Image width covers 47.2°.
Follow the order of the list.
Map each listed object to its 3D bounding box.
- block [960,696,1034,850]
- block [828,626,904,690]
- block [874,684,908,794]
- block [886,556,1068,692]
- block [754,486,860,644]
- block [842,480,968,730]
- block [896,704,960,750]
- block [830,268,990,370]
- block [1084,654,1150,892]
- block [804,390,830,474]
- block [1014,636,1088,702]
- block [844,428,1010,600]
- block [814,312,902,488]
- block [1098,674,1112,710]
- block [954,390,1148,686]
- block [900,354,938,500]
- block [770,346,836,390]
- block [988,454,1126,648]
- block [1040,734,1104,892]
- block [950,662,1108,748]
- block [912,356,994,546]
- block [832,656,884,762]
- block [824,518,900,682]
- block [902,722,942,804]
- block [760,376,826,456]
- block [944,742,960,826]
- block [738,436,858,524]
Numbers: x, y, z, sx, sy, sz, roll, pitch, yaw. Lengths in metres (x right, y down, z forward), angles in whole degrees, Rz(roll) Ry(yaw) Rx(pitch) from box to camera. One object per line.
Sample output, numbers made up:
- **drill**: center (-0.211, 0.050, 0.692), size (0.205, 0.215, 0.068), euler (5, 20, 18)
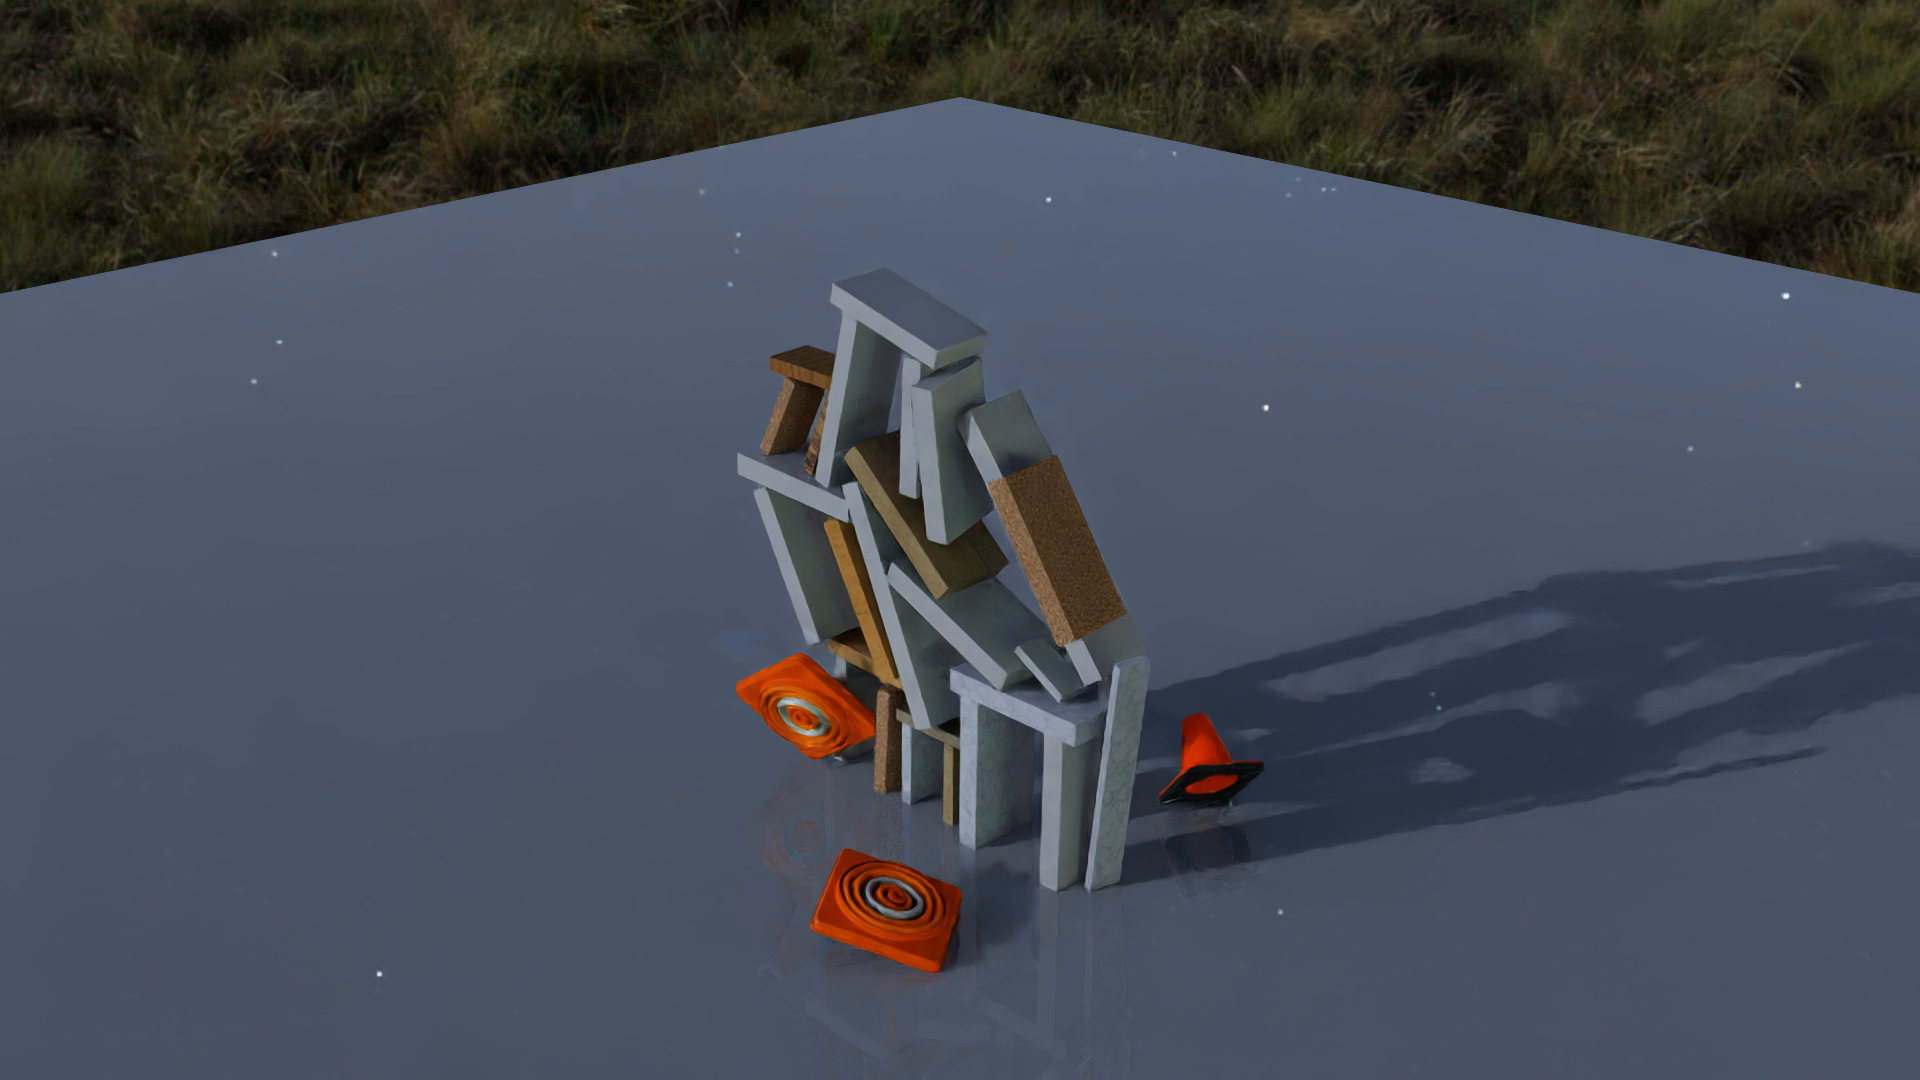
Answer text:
- **block**: center (0.073, 0.432, 4.325), size (0.046, 0.326, 0.163), euler (22, 31, 40)
- **block**: center (-0.150, 0.239, 4.543), size (0.117, 0.033, 0.235), euler (-18, 30, -40)
- **block**: center (-0.121, 0.395, 4.526), size (0.033, 0.235, 0.117), euler (23, 32, 36)
- **block**: center (0.032, 0.141, 4.247), size (0.170, 0.048, 0.339), euler (-21, 54, -41)
- **block**: center (-0.296, 0.030, 4.576), size (0.169, 0.338, 0.048), euler (-23, 6, -40)
- **block**: center (-0.084, 0.108, 4.361), size (0.170, 0.506, 0.048), euler (-21, 7, -41)
- **block**: center (-0.033, 0.363, 4.410), size (0.180, 0.026, 0.090), euler (21, 31, 40)
- **block**: center (-0.096, -0.420, 4.142), size (0.282, 0.040, 0.141), euler (35, 40, 30)
- **block**: center (0.291, 0.438, 4.079), size (0.068, 0.509, 0.019), euler (-14, 35, -29)
- **block**: center (-0.243, -0.227, 4.396), size (0.100, 0.201, 0.028), euler (-23, 56, -41)
- **block**: center (0.171, 0.243, 4.130), size (0.068, 0.019, 0.137), euler (-16, 54, -40)
- **block**: center (-0.065, -0.058, 4.280), size (0.170, 0.048, 0.339), euler (-22, 72, -41)
- **block**: center (-0.192, -0.290, 4.307), size (0.141, 0.388, 0.040), euler (-23, 47, -41)
- **block**: center (0.295, 0.279, 4.122), size (0.068, 0.019, 0.137), euler (1, 22, 2)
- **block**: center (0.174, -0.008, 4.152), size (0.046, 0.556, 0.162), euler (-26, 1, 42)
- **block**: center (-0.054, -0.233, 4.178), size (0.040, 0.282, 0.141), euler (19, 32, 29)
- **block**: center (-0.275, -0.341, 4.379), size (0.201, 0.028, 0.100), euler (21, 31, 40)
- **block**: center (0.180, 0.018, 4.066), size (0.046, 0.325, 0.162), euler (-23, 1, 43)
- **block**: center (0.228, 0.492, 4.183), size (0.046, 0.326, 0.163), euler (23, 32, 40)
- **block**: center (0.154, 0.291, 4.179), size (0.163, 0.046, 0.326), euler (-21, 31, -40)
- **block**: center (-0.011, -0.172, 4.172), size (0.046, 0.325, 0.162), euler (15, 35, 32)
- **block**: center (-0.214, 0.341, 4.646), size (0.033, 0.235, 0.117), euler (21, 27, 38)
- **block**: center (-0.139, 0.098, 4.425), size (0.169, 0.337, 0.048), euler (-21, 1, -39)
- **block**: center (-0.077, 0.442, 4.489), size (0.090, 0.180, 0.025), euler (-21, 31, -41)
- **block**: center (-0.335, -0.265, 4.480), size (0.100, 0.201, 0.028), euler (-22, 59, -40)
- **block**: center (0.008, 0.475, 4.411), size (0.090, 0.180, 0.026), euler (-21, 32, -40)
- **block**: center (-0.279, -0.130, 4.480), size (0.338, 0.048, 0.169), euler (24, 33, 39)
